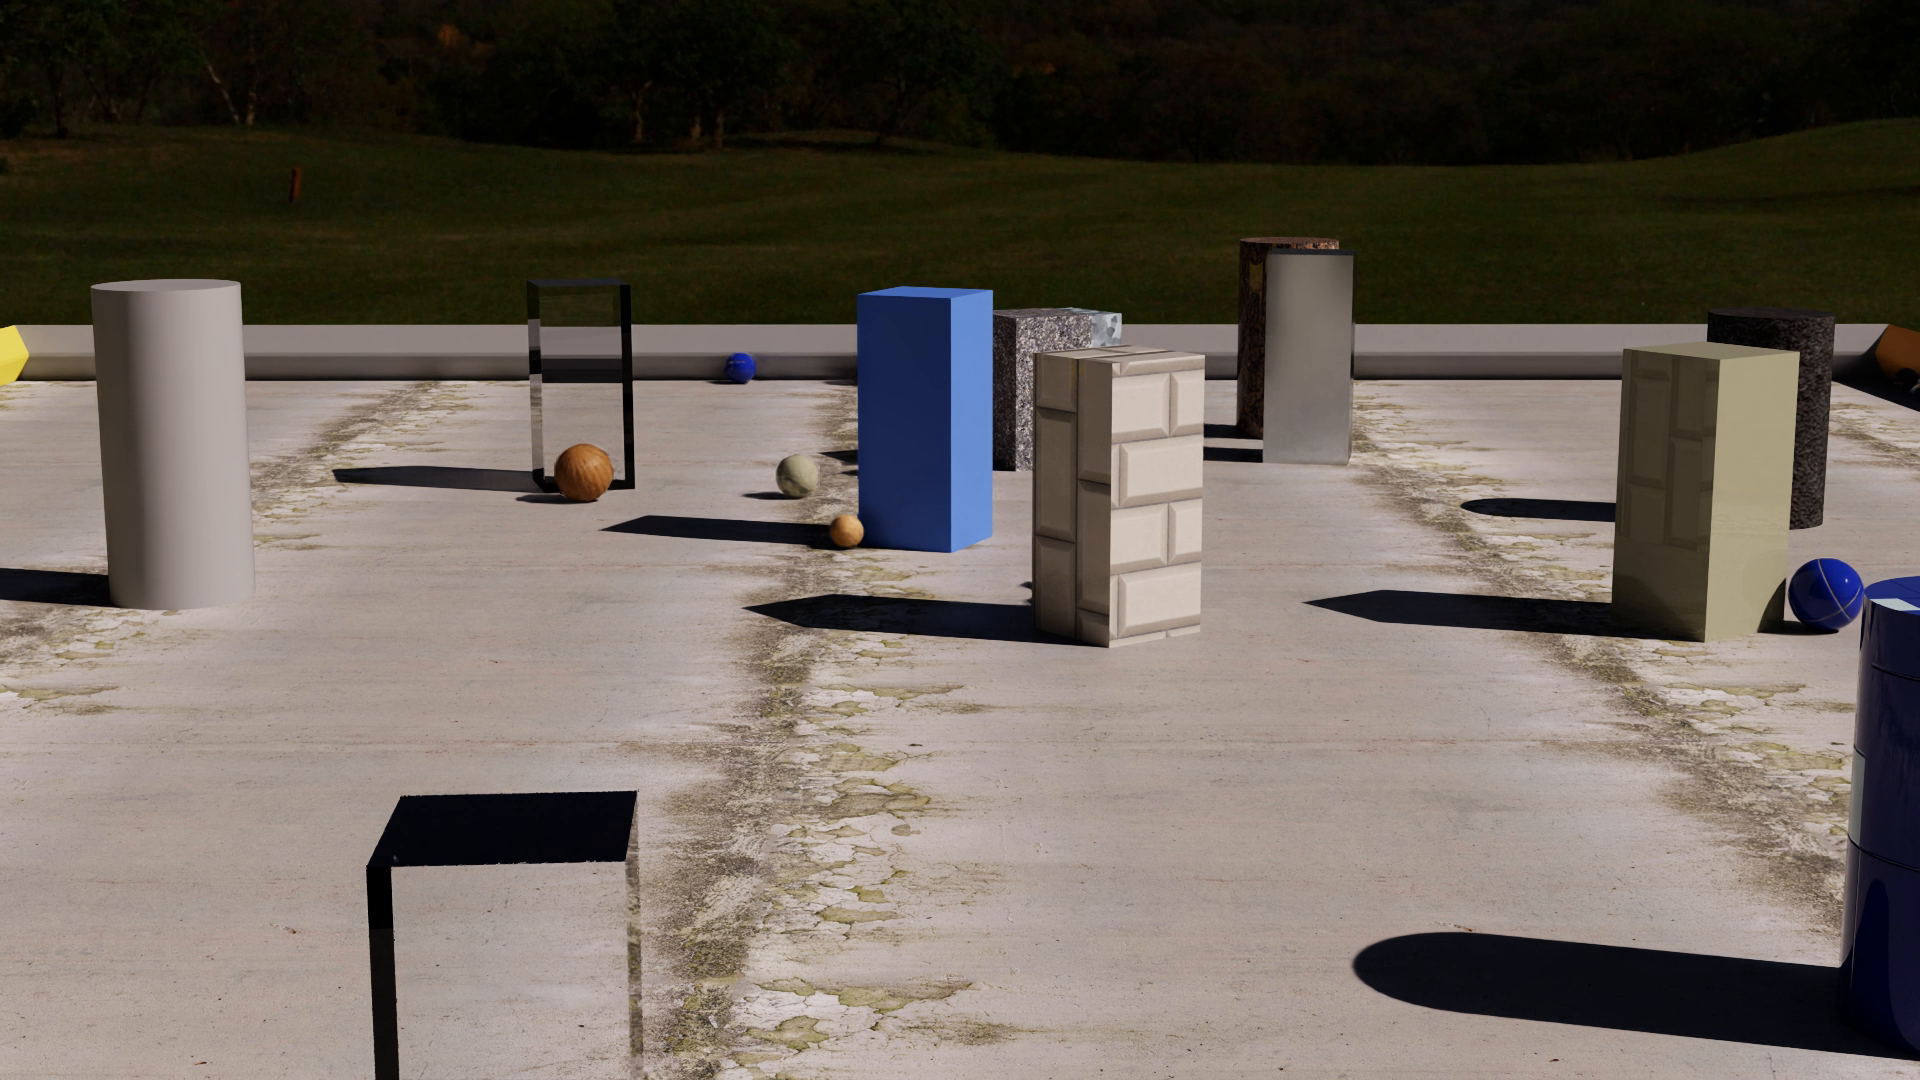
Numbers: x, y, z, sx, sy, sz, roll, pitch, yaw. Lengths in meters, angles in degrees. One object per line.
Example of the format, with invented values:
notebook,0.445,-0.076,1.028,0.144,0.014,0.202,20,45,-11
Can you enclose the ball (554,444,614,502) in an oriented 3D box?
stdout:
ball,-0.633,-0.113,4.321,0.097,0.097,0.097,0,11,0

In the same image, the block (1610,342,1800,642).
block,0.969,-0.067,3.343,0.156,0.362,0.156,-7,13,-34

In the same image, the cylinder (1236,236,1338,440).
cylinder,0.647,-0.401,5.080,0.194,0.385,0.194,0,11,0

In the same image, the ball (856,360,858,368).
ball,-0.191,-0.406,5.903,0.094,0.094,0.094,0,11,0

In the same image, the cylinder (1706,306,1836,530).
cylinder,1.295,-0.198,4.124,0.194,0.335,0.194,0,11,0

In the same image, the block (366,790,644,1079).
block,-0.287,0.305,1.653,0.156,0.249,0.156,-1,11,-4

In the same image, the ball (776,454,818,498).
ball,-0.277,-0.109,4.359,0.074,0.074,0.074,0,11,0

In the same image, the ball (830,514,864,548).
ball,-0.172,-0.013,3.905,0.051,0.051,0.051,0,11,0

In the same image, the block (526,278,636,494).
block,-0.661,-0.272,4.469,0.156,0.354,0.156,-3,11,-17

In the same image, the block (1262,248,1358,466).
block,0.651,-0.342,4.766,0.156,0.385,0.156,2,11,11

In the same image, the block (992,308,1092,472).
block,0.134,-0.279,4.718,0.156,0.277,0.156,-5,12,-27

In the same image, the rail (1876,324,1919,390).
rail,2.162,0.030,3.461,0.045,0.126,5.170,0,11,0

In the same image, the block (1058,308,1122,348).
block,0.206,-0.323,5.039,0.156,0.247,0.156,-8,13,-36

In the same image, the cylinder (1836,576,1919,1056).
cylinder,0.778,0.208,1.947,0.194,0.332,0.194,0,11,0

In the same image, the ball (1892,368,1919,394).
ball,2.112,-0.355,5.727,0.059,0.059,0.059,0,11,0

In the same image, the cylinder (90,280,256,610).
cylinder,-1.077,-0.134,3.520,0.194,0.431,0.194,0,11,0

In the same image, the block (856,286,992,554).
block,-0.052,-0.188,3.933,0.156,0.384,0.156,5,12,24

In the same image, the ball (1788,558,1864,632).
ball,1.125,0.071,3.333,0.096,0.096,0.096,0,11,0

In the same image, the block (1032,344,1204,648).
block,0.203,-0.061,3.315,0.156,0.361,0.156,-8,13,-37

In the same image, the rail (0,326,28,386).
rail,-2.162,0.035,3.437,0.045,0.126,5.170,0,11,0

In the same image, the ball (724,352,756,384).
ball,-0.506,-0.397,5.916,0.072,0.072,0.072,0,11,0

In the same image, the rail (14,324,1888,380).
rail,-0.015,-0.435,5.967,4.371,0.126,0.045,0,11,0
